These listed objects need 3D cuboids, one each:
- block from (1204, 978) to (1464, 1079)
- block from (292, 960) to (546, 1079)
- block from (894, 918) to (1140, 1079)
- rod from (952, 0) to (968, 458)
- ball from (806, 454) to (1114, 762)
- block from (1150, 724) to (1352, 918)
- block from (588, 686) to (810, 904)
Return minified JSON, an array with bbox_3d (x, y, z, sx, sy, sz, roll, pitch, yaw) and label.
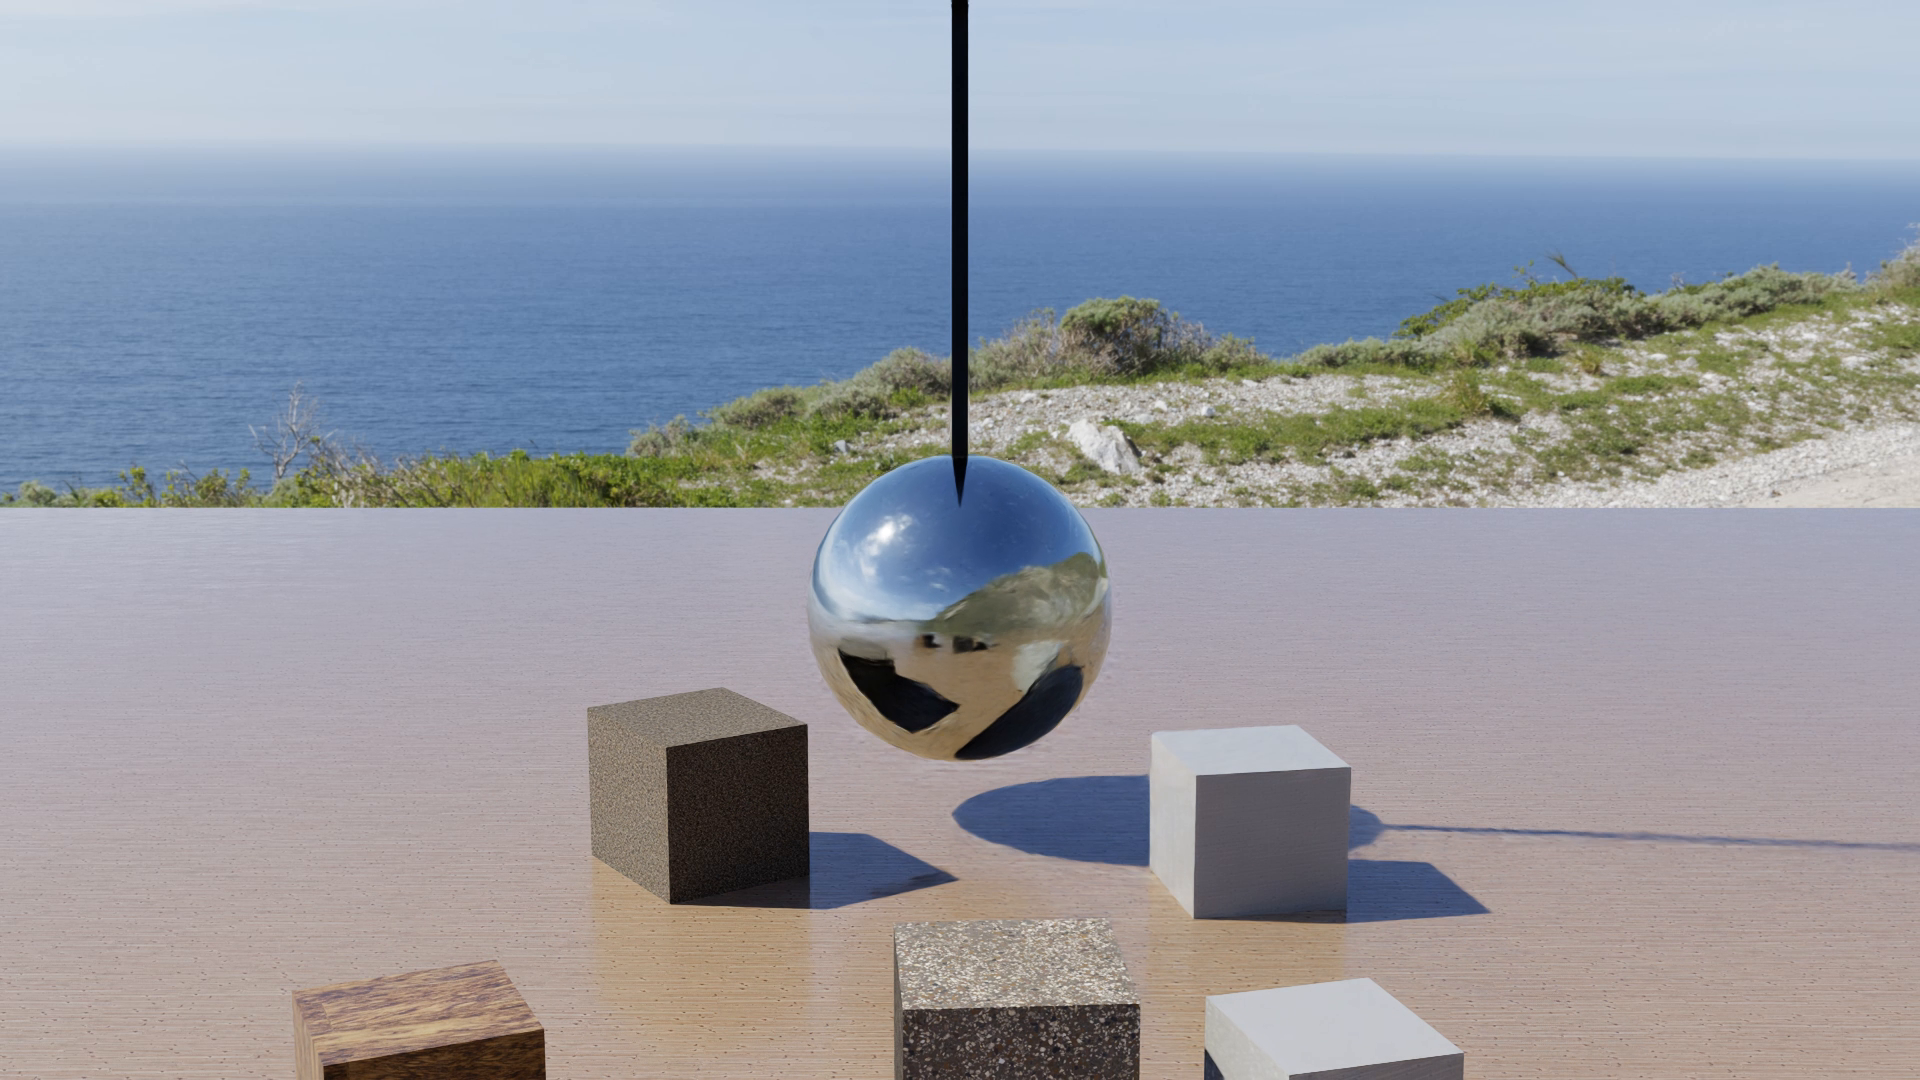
[{"bbox_3d":[1.237,1.909,7.389,0.617,0.601,0.675,-3,11,-16],"label":"block"},{"bbox_3d":[-1.829,1.885,7.438,0.706,0.629,0.686,-5,11,-24],"label":"block"},{"bbox_3d":[0.177,1.805,7.698,0.785,0.695,0.815,-1,10,-4],"label":"block"},{"bbox_3d":[0.000,-2.973,10.727,0.080,5.200,0.080,0,12,0],"label":"rod"},{"bbox_3d":[0.000,0.351,11.445,1.600,1.600,1.600,0,10,0],"label":"ball"},{"bbox_3d":[1.357,1.319,10.411,0.737,0.680,0.746,-2,10,-11],"label":"block"},{"bbox_3d":[-1.280,1.223,10.727,0.749,0.756,0.869,-7,12,-33],"label":"block"}]
